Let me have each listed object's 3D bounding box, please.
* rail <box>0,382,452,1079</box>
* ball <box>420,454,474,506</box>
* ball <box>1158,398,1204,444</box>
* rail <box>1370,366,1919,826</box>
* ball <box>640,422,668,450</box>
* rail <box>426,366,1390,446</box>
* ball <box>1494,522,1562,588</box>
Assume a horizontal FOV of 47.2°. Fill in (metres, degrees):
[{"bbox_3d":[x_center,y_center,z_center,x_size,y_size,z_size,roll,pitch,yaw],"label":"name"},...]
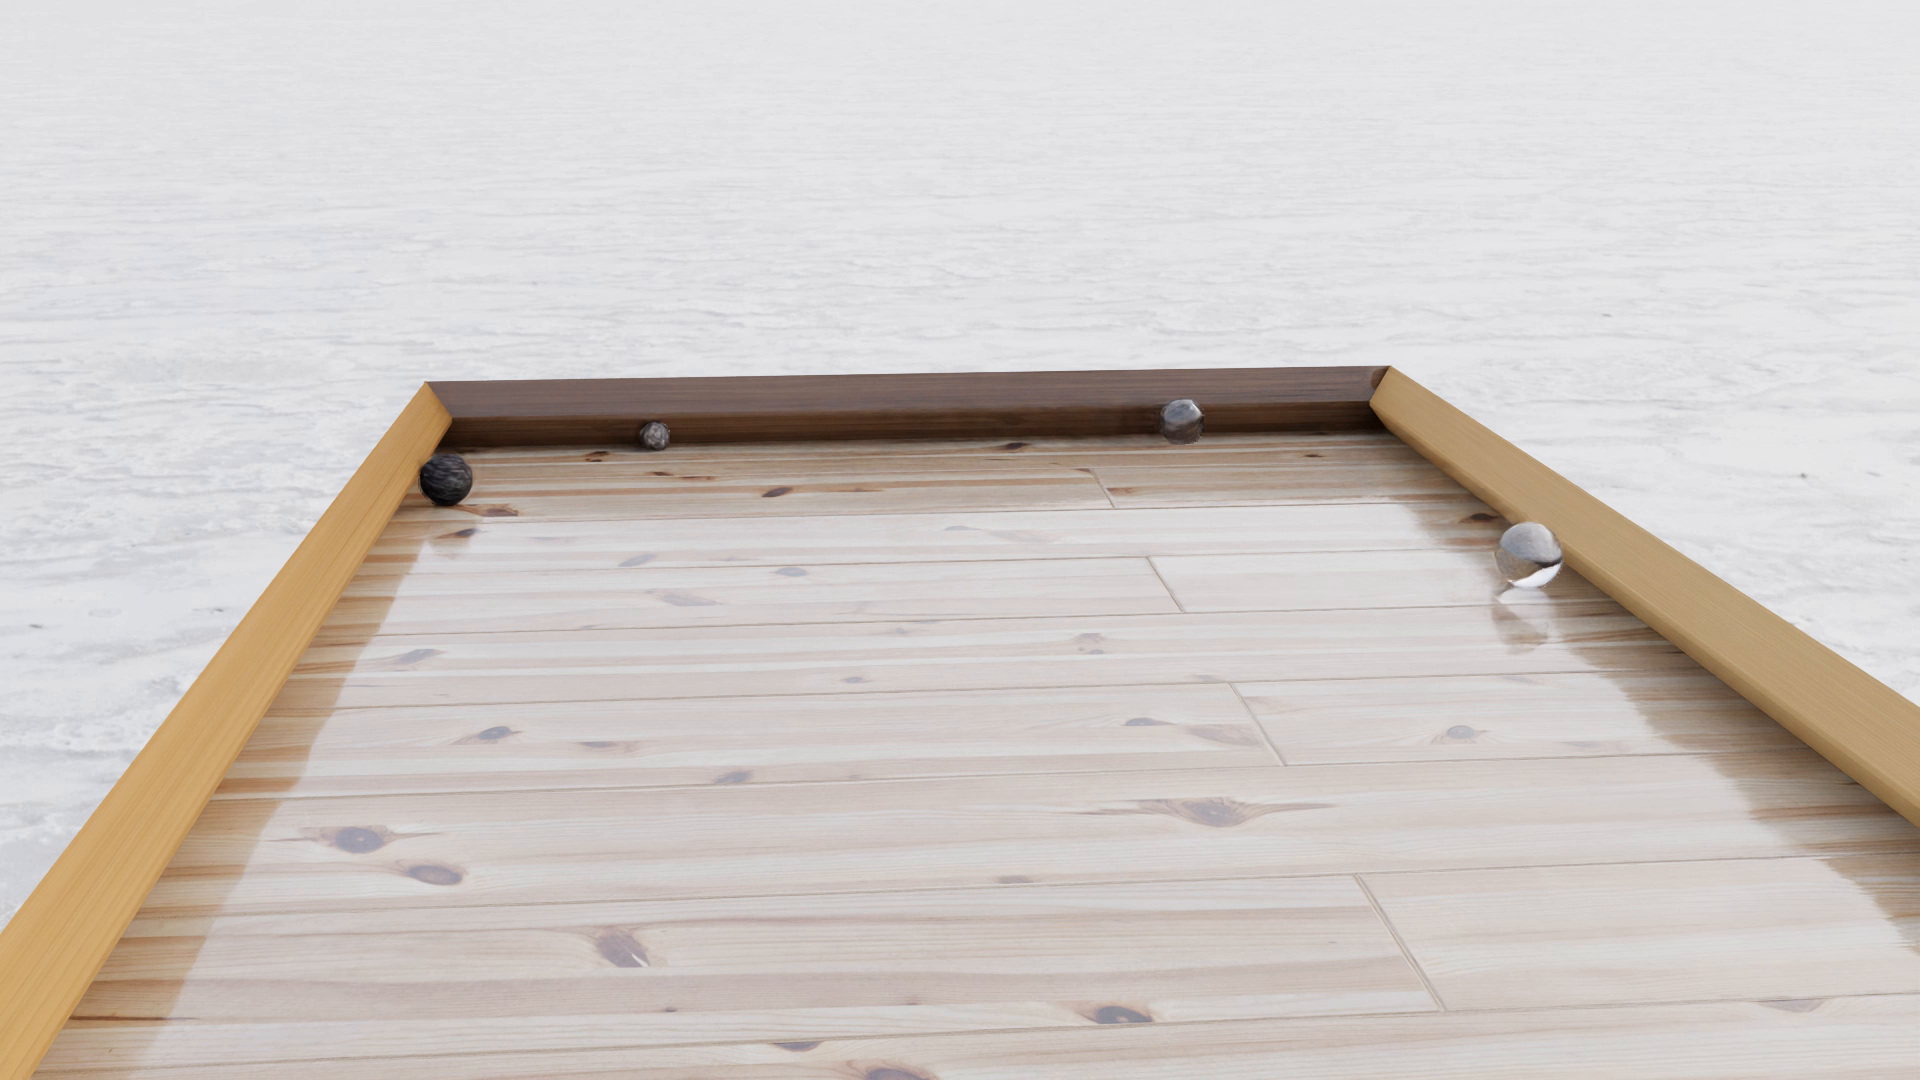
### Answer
[{"bbox_3d":[-0.666,0.188,1.962,0.045,0.103,2.982,-1,15,-5],"label":"rail"},{"bbox_3d":[-0.711,-0.084,3.047,0.072,0.072,0.072,0,15,0],"label":"ball"},{"bbox_3d":[0.345,-0.185,3.426,0.071,0.071,0.071,0,15,0],"label":"ball"},{"bbox_3d":[0.801,0.153,2.091,0.045,0.103,2.982,-1,15,-5],"label":"rail"},{"bbox_3d":[-0.471,-0.159,3.385,0.043,0.043,0.043,0,15,0],"label":"ball"},{"bbox_3d":[-0.065,-0.206,3.439,1.520,0.103,0.045,-1,15,-5],"label":"rail"},{"bbox_3d":[0.685,0.018,2.647,0.079,0.079,0.079,0,15,0],"label":"ball"}]
